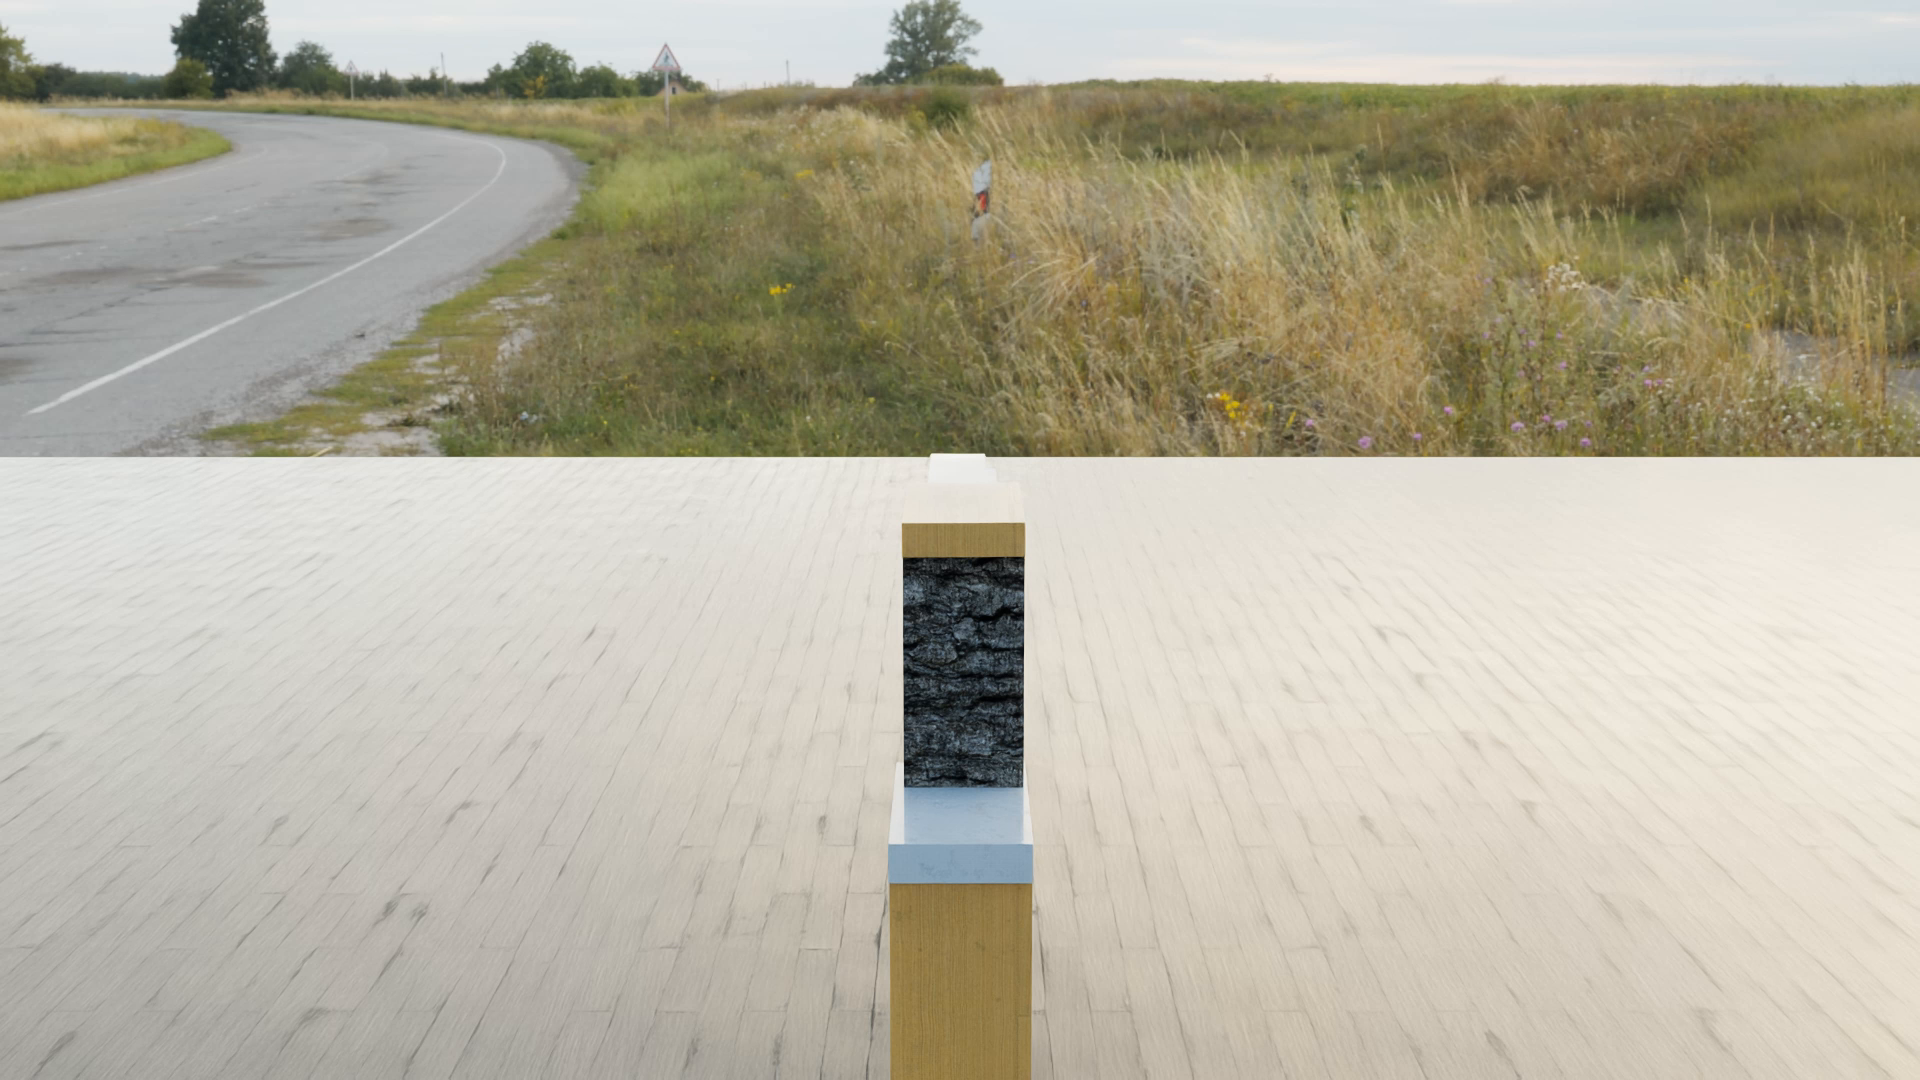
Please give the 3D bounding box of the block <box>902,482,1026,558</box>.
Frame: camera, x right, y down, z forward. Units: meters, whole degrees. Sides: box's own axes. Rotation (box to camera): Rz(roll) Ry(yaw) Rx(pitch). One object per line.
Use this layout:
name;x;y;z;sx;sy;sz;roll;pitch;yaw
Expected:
block;0.005;-0.029;2.956;0.158;0.045;0.315;0;11;0

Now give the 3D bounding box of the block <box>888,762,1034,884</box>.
block;0.001;0.361;2.840;0.176;0.050;0.352;0;11;0

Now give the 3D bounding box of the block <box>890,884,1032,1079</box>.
block;0.001;0.580;2.762;0.176;0.352;0.050;0;11;0

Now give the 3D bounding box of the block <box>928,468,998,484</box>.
block;0.005;-0.093;3.959;0.123;0.035;0.246;0;11;0

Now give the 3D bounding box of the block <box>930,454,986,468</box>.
block;-0.004;-0.134;4.187;0.104;0.030;0.209;0;11;0

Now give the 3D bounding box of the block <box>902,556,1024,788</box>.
block;0.005;0.167;2.886;0.158;0.315;0.045;0;11;0
